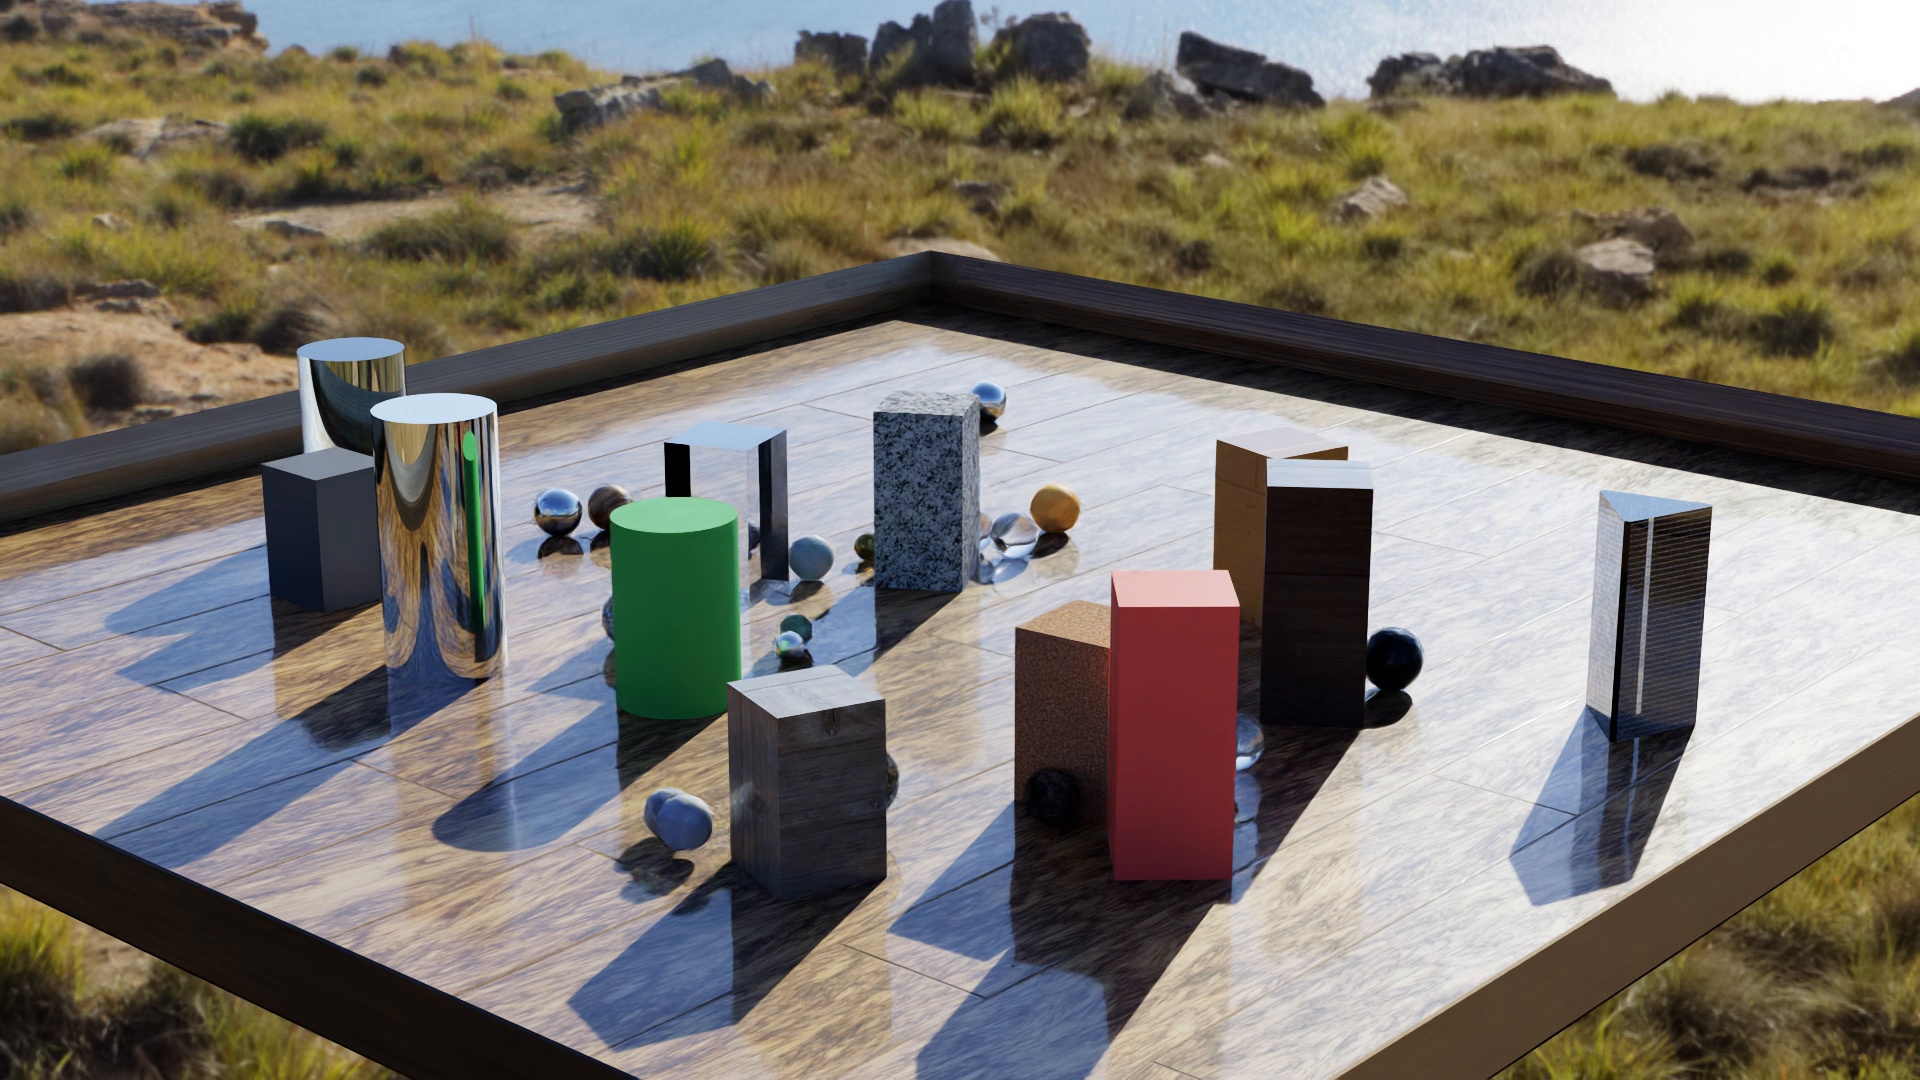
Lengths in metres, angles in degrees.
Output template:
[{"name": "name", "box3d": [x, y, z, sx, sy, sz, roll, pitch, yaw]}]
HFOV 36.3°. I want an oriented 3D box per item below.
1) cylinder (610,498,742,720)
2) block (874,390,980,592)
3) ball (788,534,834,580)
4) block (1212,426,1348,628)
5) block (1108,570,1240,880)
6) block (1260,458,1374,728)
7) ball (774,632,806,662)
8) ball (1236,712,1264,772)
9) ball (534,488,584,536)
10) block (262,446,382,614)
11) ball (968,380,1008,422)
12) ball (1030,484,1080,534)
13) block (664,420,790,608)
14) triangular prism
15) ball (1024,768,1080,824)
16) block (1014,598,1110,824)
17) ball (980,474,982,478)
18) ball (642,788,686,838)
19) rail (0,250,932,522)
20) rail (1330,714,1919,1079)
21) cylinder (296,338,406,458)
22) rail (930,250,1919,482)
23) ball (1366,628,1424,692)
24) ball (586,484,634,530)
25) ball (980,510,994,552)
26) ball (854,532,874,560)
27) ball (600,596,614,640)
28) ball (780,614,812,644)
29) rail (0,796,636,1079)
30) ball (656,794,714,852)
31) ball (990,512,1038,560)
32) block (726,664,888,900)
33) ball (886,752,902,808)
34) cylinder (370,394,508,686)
[{"name": "cylinder", "box3d": [-0.443, 0.105, 4.583, 0.198, 0.301, 0.198, 0, 17, 0]}, {"name": "block", "box3d": [-0.058, -0.088, 5.192, 0.158, 0.319, 0.158, 3, 17, 11]}, {"name": "ball", "box3d": [-0.265, 0.031, 5.208, 0.081, 0.081, 0.081, 0, 17, 0]}, {"name": "block", "box3d": [0.545, -0.021, 5.001, 0.158, 0.301, 0.158, -11, 20, -32]}, {"name": "block", "box3d": [0.285, 0.249, 3.957, 0.158, 0.386, 0.158, 0, 17, -1]}, {"name": "block", "box3d": [0.548, 0.081, 4.523, 0.158, 0.381, 0.158, 2, 17, 5]}, {"name": "ball", "box3d": [-0.278, 0.174, 4.787, 0.050, 0.050, 0.050, 0, 17, 0]}, {"name": "ball", "box3d": [0.404, 0.297, 4.315, 0.088, 0.088, 0.088, 0, 17, 0]}, {"name": "ball", "box3d": [-0.748, -0.051, 5.466, 0.091, 0.091, 0.091, 0, 17, 0]}, {"name": "block", "box3d": [-1.096, -0.019, 5.106, 0.158, 0.237, 0.158, 15, 22, 40]}, {"name": "ball", "box3d": [0.058, -0.297, 6.287, 0.088, 0.088, 0.088, 0, 17, 0]}, {"name": "ball", "box3d": [0.178, -0.059, 5.486, 0.093, 0.093, 0.093, 0, 17, 0]}, {"name": "block", "box3d": [-0.406, -0.047, 5.125, 0.158, 0.279, 0.158, 7, 18, 21]}, {"name": "triangular prism", "box3d": [1.023, 0.109, 4.488, 0.171, 0.349, 0.148, -10, 19, -29]}, {"name": "ball", "box3d": [0.129, 0.361, 4.122, 0.077, 0.077, 0.077, 0, 17, 0]}, {"name": "block", "box3d": [0.188, 0.243, 4.194, 0.158, 0.262, 0.158, 12, 20, 34]}, {"name": "ball", "box3d": [0.021, -0.128, 5.805, 0.041, 0.041, 0.041, 0, 17, 0]}, {"name": "ball", "box3d": [-0.404, 0.379, 4.070, 0.072, 0.072, 0.072, 0, 17, 0]}, {"name": "rail", "box3d": [-1.237, -0.278, 6.149, 0.045, 0.128, 3.596, 14, 22, 39]}, {"name": "rail", "box3d": [1.237, 0.342, 4.091, 0.045, 0.128, 3.596, 14, 22, 39]}, {"name": "cylinder", "box3d": [-1.137, -0.196, 5.521, 0.198, 0.335, 0.198, 0, 17, 0]}, {"name": "rail", "box3d": [1.163, -0.354, 6.403, 3.325, 0.128, 0.045, 14, 22, 39]}, {"name": "ball", "box3d": [0.685, 0.190, 4.650, 0.099, 0.099, 0.099, 0, 17, 0]}, {"name": "ball", "box3d": [-0.656, -0.061, 5.504, 0.088, 0.088, 0.088, 0, 17, 0]}, {"name": "ball", "box3d": [0.020, -0.018, 5.363, 0.086, 0.086, 0.086, 0, 17, 0]}, {"name": "ball", "box3d": [-0.166, 0.012, 5.324, 0.052, 0.052, 0.052, 0, 17, 0]}, {"name": "ball", "box3d": [-0.550, 0.128, 4.867, 0.092, 0.092, 0.092, 0, 17, 0]}, {"name": "ball", "box3d": [-0.272, 0.151, 4.857, 0.056, 0.056, 0.056, 0, 17, 0]}, {"name": "rail", "box3d": [-1.163, 0.419, 3.837, 3.325, 0.128, 0.045, 14, 22, 39]}, {"name": "ball", "box3d": [-0.375, 0.386, 4.001, 0.077, 0.077, 0.077, 0, 17, 0]}, {"name": "ball", "box3d": [0.099, -0.008, 5.328, 0.087, 0.087, 0.087, 0, 17, 0]}, {"name": "block", "box3d": [-0.205, 0.323, 3.940, 0.158, 0.255, 0.158, -9, 19, -27]}, {"name": "ball", "box3d": [-0.131, 0.336, 4.090, 0.097, 0.097, 0.097, 0, 17, 0]}, {"name": "cylinder", "box3d": [-0.835, -0.003, 4.714, 0.198, 0.431, 0.198, 0, 17, 0]}]
